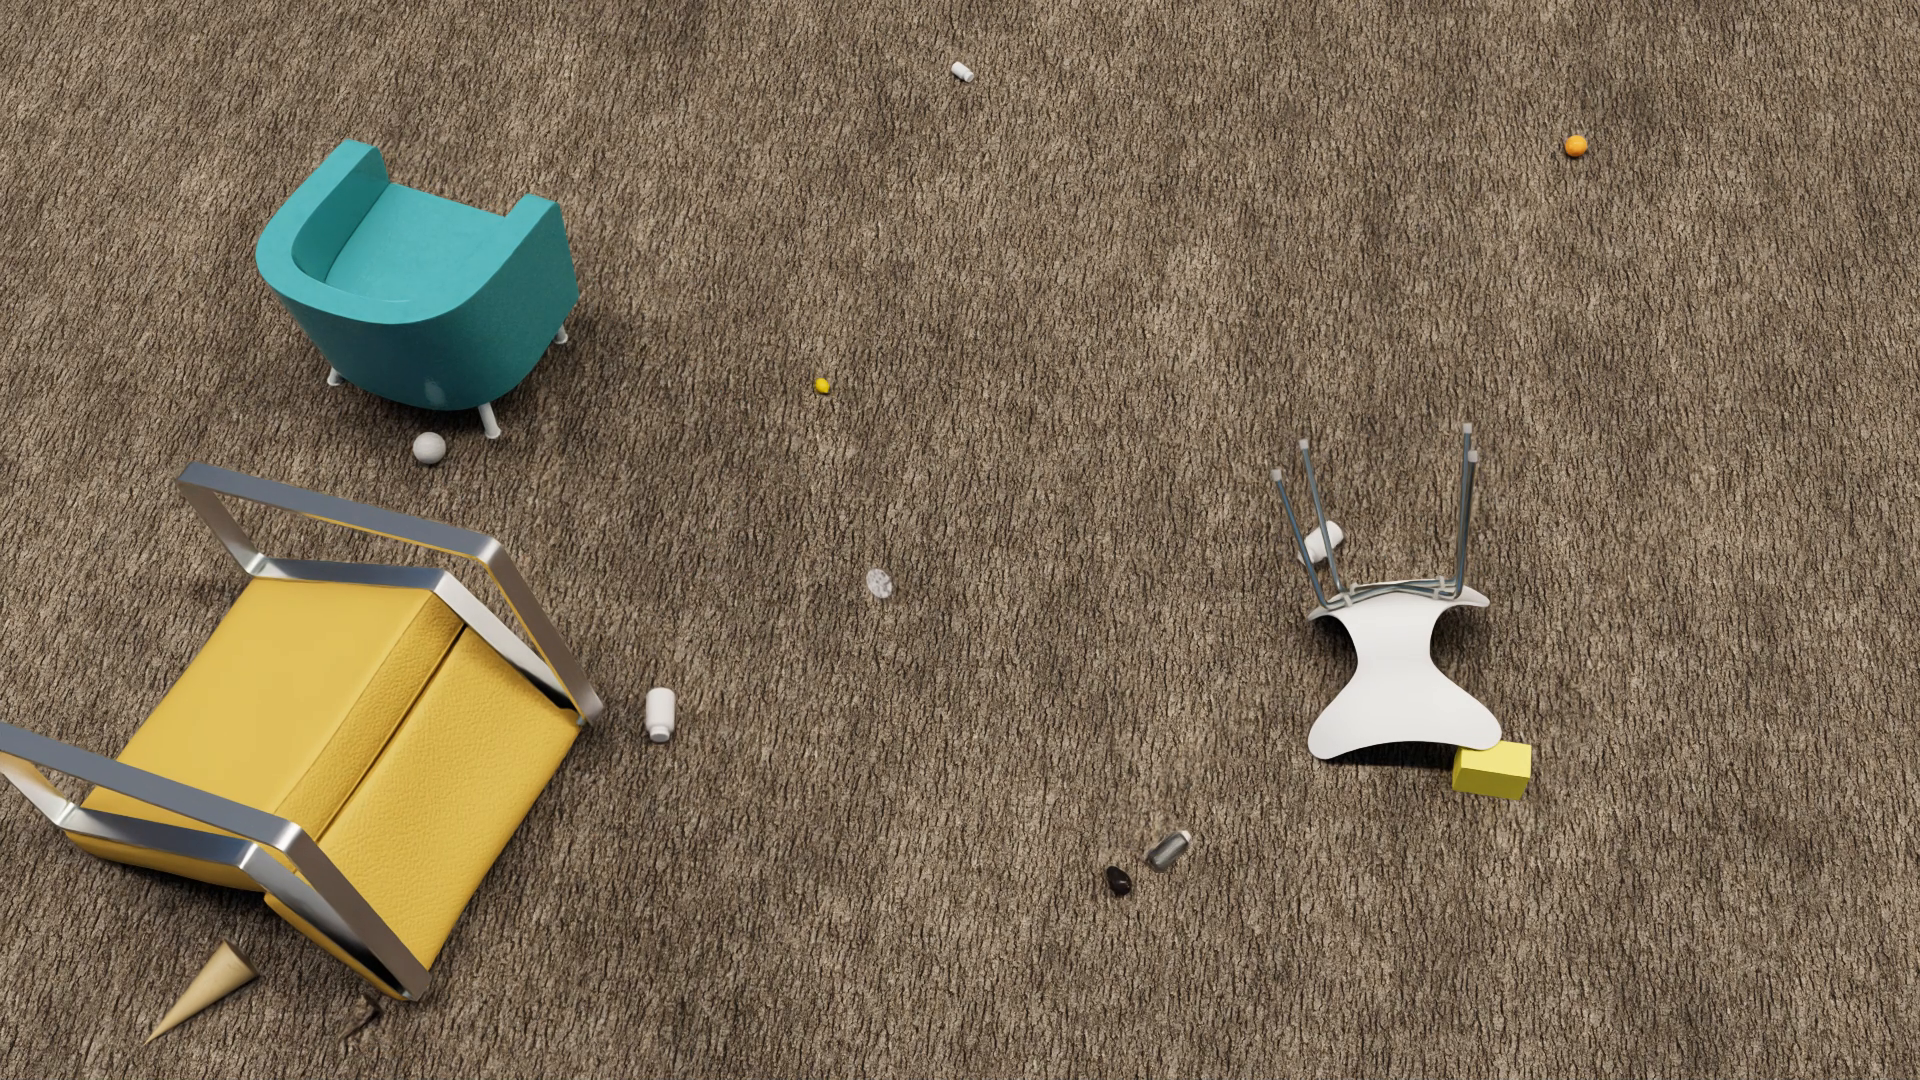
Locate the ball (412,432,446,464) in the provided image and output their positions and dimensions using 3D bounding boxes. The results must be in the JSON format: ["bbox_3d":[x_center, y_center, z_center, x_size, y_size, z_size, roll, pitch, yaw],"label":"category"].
[{"bbox_3d":[-1.617,-0.280,6.703,0.099,0.099,0.099,0,56,0],"label":"ball"}]

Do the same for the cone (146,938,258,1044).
[{"bbox_3d":[-2.000,1.202,5.732,0.325,0.122,0.128,-43,75,-13],"label":"cone"}]

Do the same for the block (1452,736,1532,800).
[{"bbox_3d":[1.467,0.629,6.070,0.186,0.135,0.101,8,57,6],"label":"block"}]

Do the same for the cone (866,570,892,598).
[{"bbox_3d":[-0.218,0.128,6.468,0.054,0.078,0.111,0,25,-47],"label":"cone"}]
